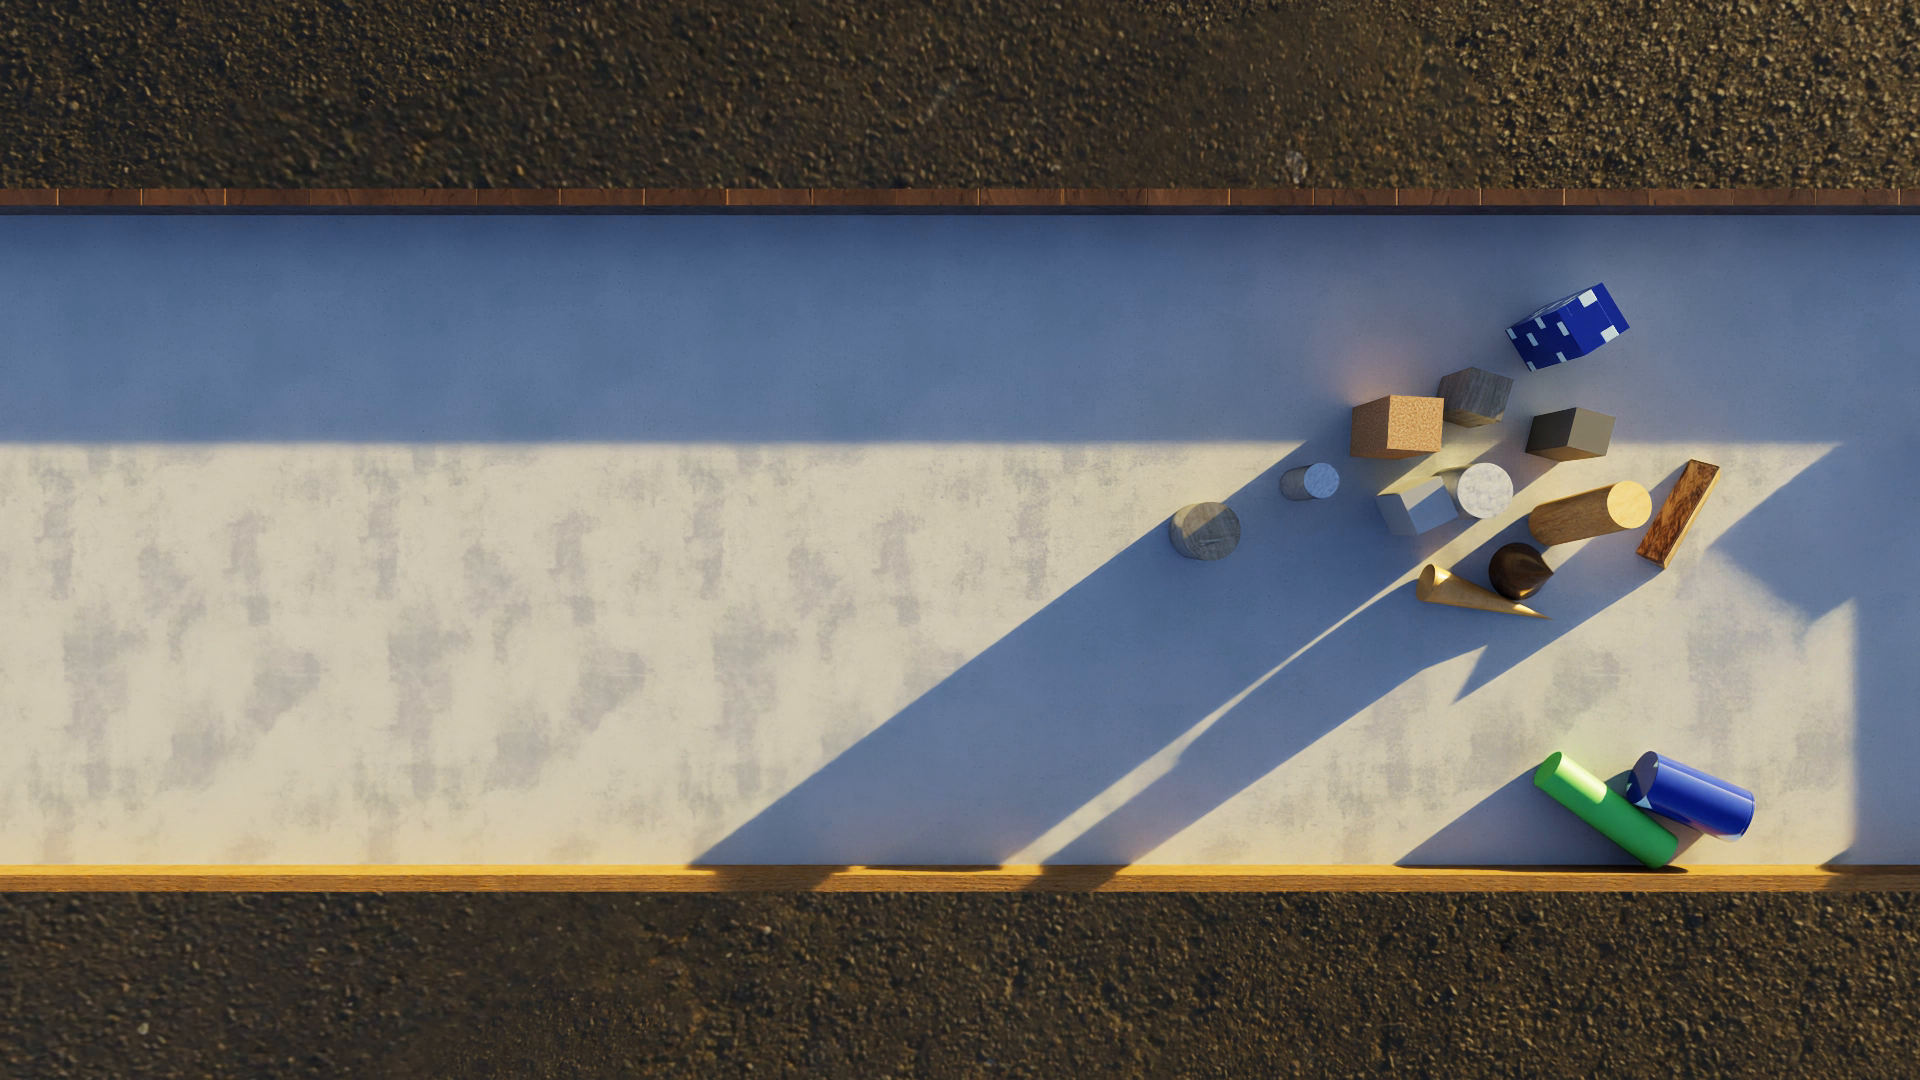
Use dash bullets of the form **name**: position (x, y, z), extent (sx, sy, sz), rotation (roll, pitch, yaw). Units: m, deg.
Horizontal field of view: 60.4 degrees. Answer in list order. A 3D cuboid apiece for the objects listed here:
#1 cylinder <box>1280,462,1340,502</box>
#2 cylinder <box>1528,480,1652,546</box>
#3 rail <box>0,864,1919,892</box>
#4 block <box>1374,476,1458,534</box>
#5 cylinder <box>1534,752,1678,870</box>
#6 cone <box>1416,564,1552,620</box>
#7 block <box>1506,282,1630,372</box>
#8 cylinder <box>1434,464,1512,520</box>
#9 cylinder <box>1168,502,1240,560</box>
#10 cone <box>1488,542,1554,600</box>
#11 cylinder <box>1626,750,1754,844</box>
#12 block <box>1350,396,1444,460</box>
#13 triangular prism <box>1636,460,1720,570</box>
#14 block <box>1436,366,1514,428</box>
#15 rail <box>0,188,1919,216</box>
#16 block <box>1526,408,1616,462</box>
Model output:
- **cylinder**: position (1.035, -0.170, 4.898), extent (0.101, 0.356, 0.101), rotation (0, 90, 0)
- **cylinder**: position (1.843, -0.074, 4.844), extent (0.135, 0.447, 0.135), rotation (1, 83, -9)
- **rail**: position (-2.247, 1.025, 5.001), extent (12.000, 0.150, 0.050), rotation (0, 90, 0)
- **block**: position (1.358, -0.101, 4.921), extent (0.130, 0.310, 0.130), rotation (-24, 90, 1)
- **cylinder**: position (1.961, 0.822, 5.013), extent (0.432, 0.127, 0.127), rotation (36, 90, 0)
- **cone**: position (1.624, 0.188, 5.047), extent (0.434, 0.118, 0.118), rotation (16, 90, -8)
- **block**: position (1.780, -0.621, 4.855), extent (0.150, 0.443, 0.150), rotation (-32, 90, 0)
- **cylinder**: position (1.511, -0.142, 4.908), extent (0.160, 0.336, 0.160), rotation (0, 90, 0)
- **cylinder**: position (0.727, -0.026, 4.924), extent (0.171, 0.305, 0.171), rotation (0, 90, 0)
- **cone**: position (1.716, 0.097, 4.919), extent (0.178, 0.315, 0.178), rotation (0, 90, 0)
- **cylinder**: position (2.209, 0.777, 4.991), extent (0.313, 0.171, 0.171), rotation (22, 90, 0)
- **block**: position (1.279, -0.328, 4.854), extent (0.151, 0.445, 0.151), rotation (3, 90, 0)
- **triangular prism**: position (2.209, -0.078, 5.028), extent (0.105, 0.091, 0.334), rotation (31, 90, 0)
- **block**: position (1.525, -0.423, 4.926), extent (0.127, 0.300, 0.127), rotation (17, 90, 0)
- **rail**: position (-2.247, -1.025, 5.002), extent (12.000, 0.150, 0.050), rotation (0, 90, 0)
- **block**: position (1.809, -0.310, 4.900), extent (0.115, 0.353, 0.115), rotation (15, 90, 0)
